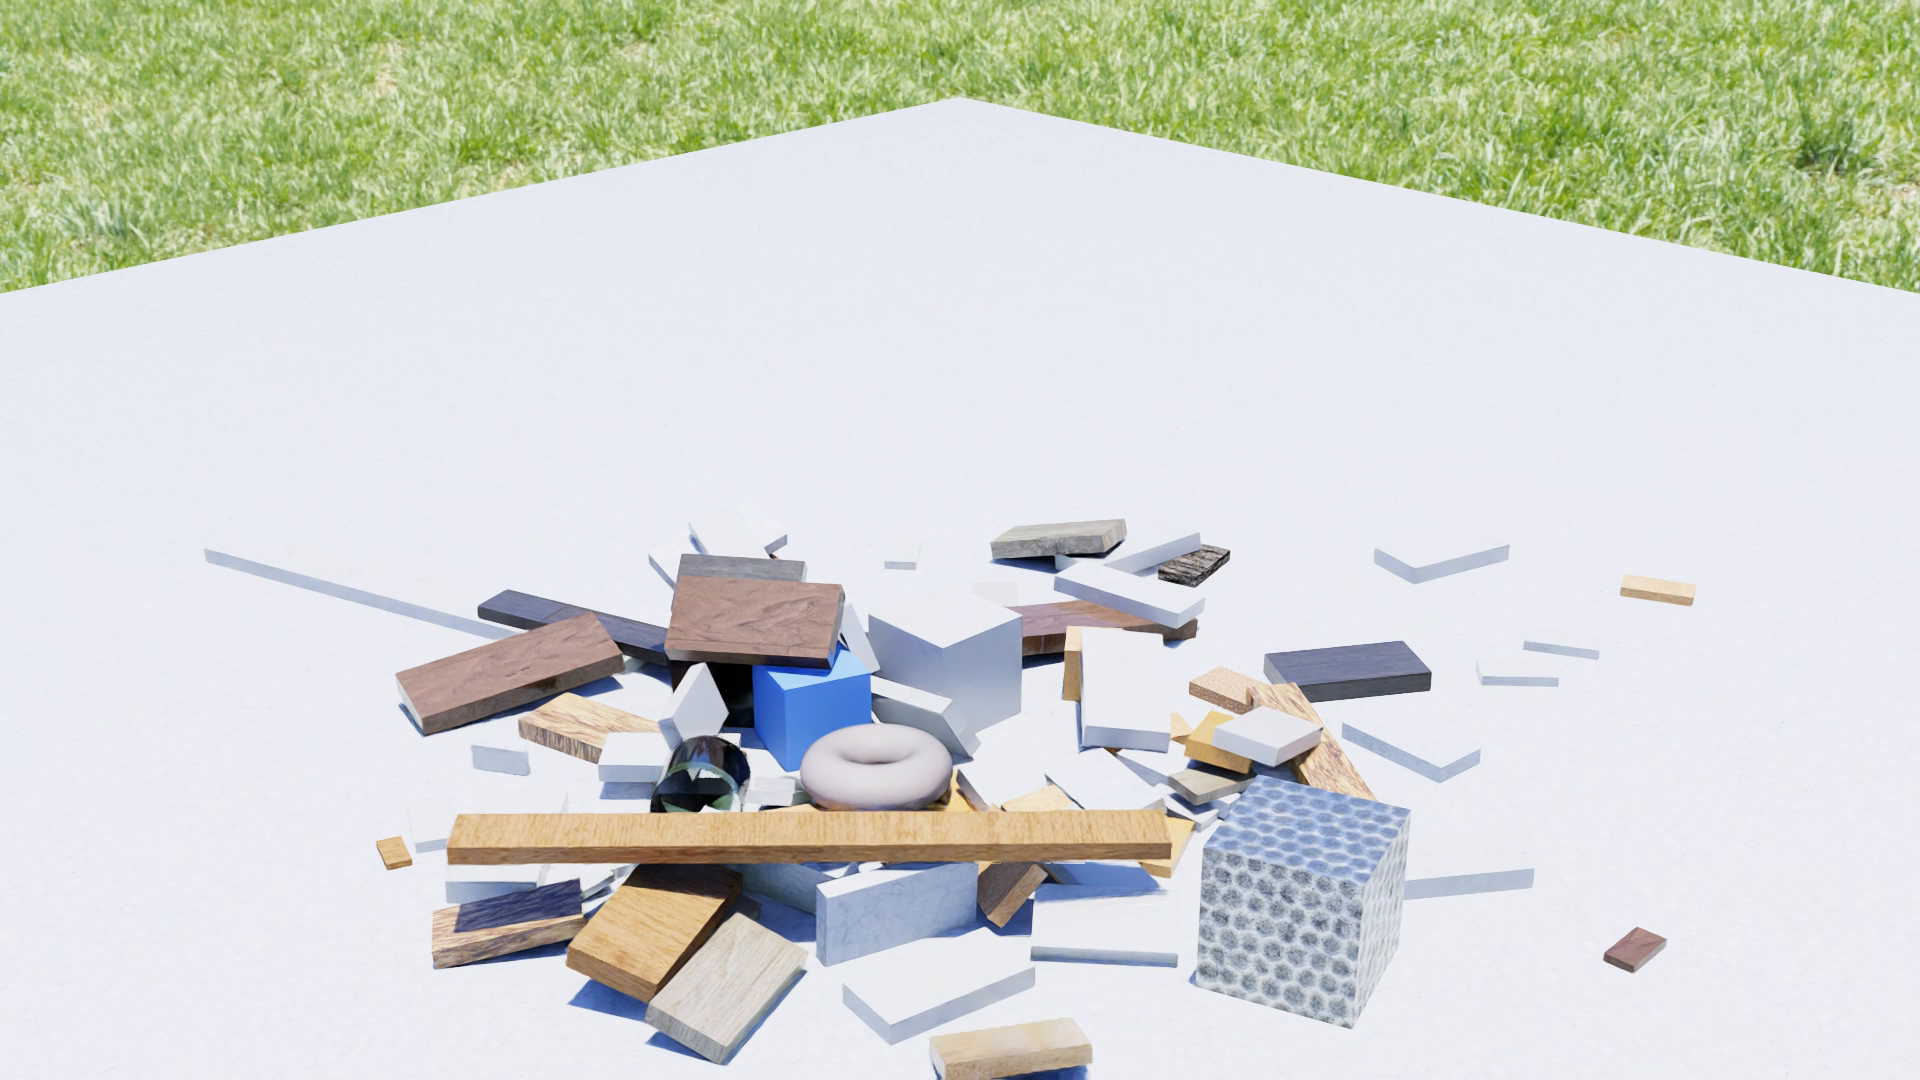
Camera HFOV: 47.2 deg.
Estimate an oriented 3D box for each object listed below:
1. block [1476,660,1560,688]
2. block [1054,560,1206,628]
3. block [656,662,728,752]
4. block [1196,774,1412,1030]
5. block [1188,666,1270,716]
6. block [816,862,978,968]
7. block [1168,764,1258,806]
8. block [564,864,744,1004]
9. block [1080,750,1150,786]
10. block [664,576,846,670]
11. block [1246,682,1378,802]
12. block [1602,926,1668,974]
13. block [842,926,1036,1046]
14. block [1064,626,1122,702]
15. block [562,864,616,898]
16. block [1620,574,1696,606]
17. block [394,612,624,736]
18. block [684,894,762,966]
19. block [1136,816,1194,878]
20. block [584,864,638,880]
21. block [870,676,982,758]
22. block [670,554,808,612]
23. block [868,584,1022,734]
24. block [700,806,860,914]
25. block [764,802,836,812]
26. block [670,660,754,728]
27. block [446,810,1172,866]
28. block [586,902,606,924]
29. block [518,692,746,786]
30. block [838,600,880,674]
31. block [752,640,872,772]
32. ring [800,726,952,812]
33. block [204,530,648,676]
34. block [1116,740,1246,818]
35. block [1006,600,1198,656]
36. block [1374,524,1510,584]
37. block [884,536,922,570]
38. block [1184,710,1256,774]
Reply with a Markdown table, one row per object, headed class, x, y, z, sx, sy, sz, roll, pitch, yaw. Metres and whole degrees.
| class | x | y | z | sx | sy | sz | roll | pitch | yaw |
| --- | --- | --- | --- | --- | --- | --- | --- | --- | --- |
| block | 1.270 | 0.303 | 5.015 | 0.172 | 0.024 | 0.086 | 1 | 23 | 2 |
| block | 0.404 | 0.128 | 5.262 | 0.337 | 0.039 | 0.138 | 17 | 24 | 29 |
| block | -0.548 | 0.364 | 4.524 | 0.035 | 0.125 | 0.249 | -17 | 19 | 16 |
| block | 0.609 | 0.635 | 3.898 | 0.286 | 0.286 | 0.286 | 11 | 25 | 24 |
| block | 0.634 | 0.347 | 4.902 | 0.225 | 0.032 | 0.112 | 21 | 31 | 40 |
| block | -0.113 | 0.663 | 3.999 | 0.306 | 0.153 | 0.043 | -12 | 31 | -26 |
| block | 0.516 | 0.488 | 4.459 | 0.173 | 0.024 | 0.086 | -12 | 31 | -35 |
| block | -0.541 | 0.677 | 3.923 | 0.172 | 0.049 | 0.345 | 21 | 31 | 12 |
| block | 0.348 | 0.480 | 4.603 | 0.212 | 0.020 | 0.071 | 7 | 24 | 16 |
| block | -0.434 | 0.174 | 4.669 | 0.356 | 0.050 | 0.178 | 3 | 60 | 11 |
| block | 0.742 | 0.454 | 4.604 | 0.113 | 0.032 | 0.548 | -5 | 27 | -12 |
| block | 1.224 | 0.743 | 3.987 | 0.061 | 0.017 | 0.121 | 21 | 31 | 40 |
| block | -0.036 | 0.781 | 3.865 | 0.306 | 0.043 | 0.153 | -15 | 27 | -32 |
| block | 0.300 | 0.279 | 4.942 | 0.125 | 0.125 | 0.125 | 2 | 23 | 5 |
| block | -0.719 | 0.655 | 4.161 | 0.121 | 0.017 | 0.061 | -29 | 34 | -27 |
| block | 1.726 | 0.124 | 5.437 | 0.172 | 0.024 | 0.086 | 9 | 25 | 20 |
| block | -1.002 | 0.294 | 4.904 | 0.466 | 0.050 | 0.178 | -18 | 40 | -25 |
| block | -0.492 | 0.719 | 3.960 | 0.137 | 0.039 | 0.300 | 24 | 31 | 15 |
| block | 0.392 | 0.600 | 4.314 | 0.092 | 0.026 | 0.184 | 8 | 24 | 18 |
| block | -0.638 | 0.615 | 4.280 | 0.173 | 0.024 | 0.086 | -14 | 27 | -30 |
| block | -0.089 | 0.371 | 4.657 | 0.276 | 0.138 | 0.039 | 12 | 53 | 47 |
| block | -0.479 | 0.107 | 4.776 | 0.276 | 0.039 | 0.138 | 4 | 63 | 8 |
| block | -0.032 | 0.271 | 4.819 | 0.237 | 0.237 | 0.237 | -20 | 30 | -39 |
| block | -0.327 | 0.612 | 4.093 | 0.345 | 0.172 | 0.049 | 14 | 53 | 30 |
| block | -0.255 | 0.561 | 4.296 | 0.311 | 0.044 | 0.155 | -5 | 16 | -37 |
| block | -0.504 | 0.260 | 4.859 | 0.226 | 0.226 | 0.226 | 2 | 23 | 4 |
| block | -0.267 | 0.539 | 3.993 | 1.294 | 0.035 | 0.125 | 0 | 21 | -3 |
| block | -0.561 | 0.680 | 4.108 | 0.137 | 0.039 | 0.274 | 15 | 27 | 32 |
| block | -0.700 | 0.435 | 4.679 | 0.504 | 0.044 | 0.155 | 14 | 27 | 30 |
| block | -0.281 | 0.201 | 4.914 | 0.044 | 0.156 | 0.441 | -25 | 10 | -13 |
| block | -0.316 | 0.349 | 4.691 | 0.194 | 0.194 | 0.194 | -10 | 25 | -23 |
| ring | -0.167 | 0.459 | 4.405 | 0.308 | 0.103 | 0.308 | -1 | 19 | 0 |
| block | -1.312 | 0.142 | 5.375 | 1.338 | 0.039 | 0.138 | 12 | 26 | 27 |
| block | 0.469 | 0.483 | 4.531 | 0.269 | 0.038 | 0.133 | 22 | 29 | 30 |
| block | 0.309 | 0.197 | 5.184 | 0.478 | 0.048 | 0.169 | -4 | 23 | -23 |
| block | 1.232 | 0.035 | 5.622 | 0.312 | 0.044 | 0.156 | -12 | 26 | -27 |
| block | -0.145 | 0.033 | 5.653 | 0.081 | 0.023 | 0.163 | 2 | 23 | 4 |
| block | 0.557 | 0.418 | 4.564 | 0.133 | 0.038 | 0.266 | 15 | 12 | 14 |
